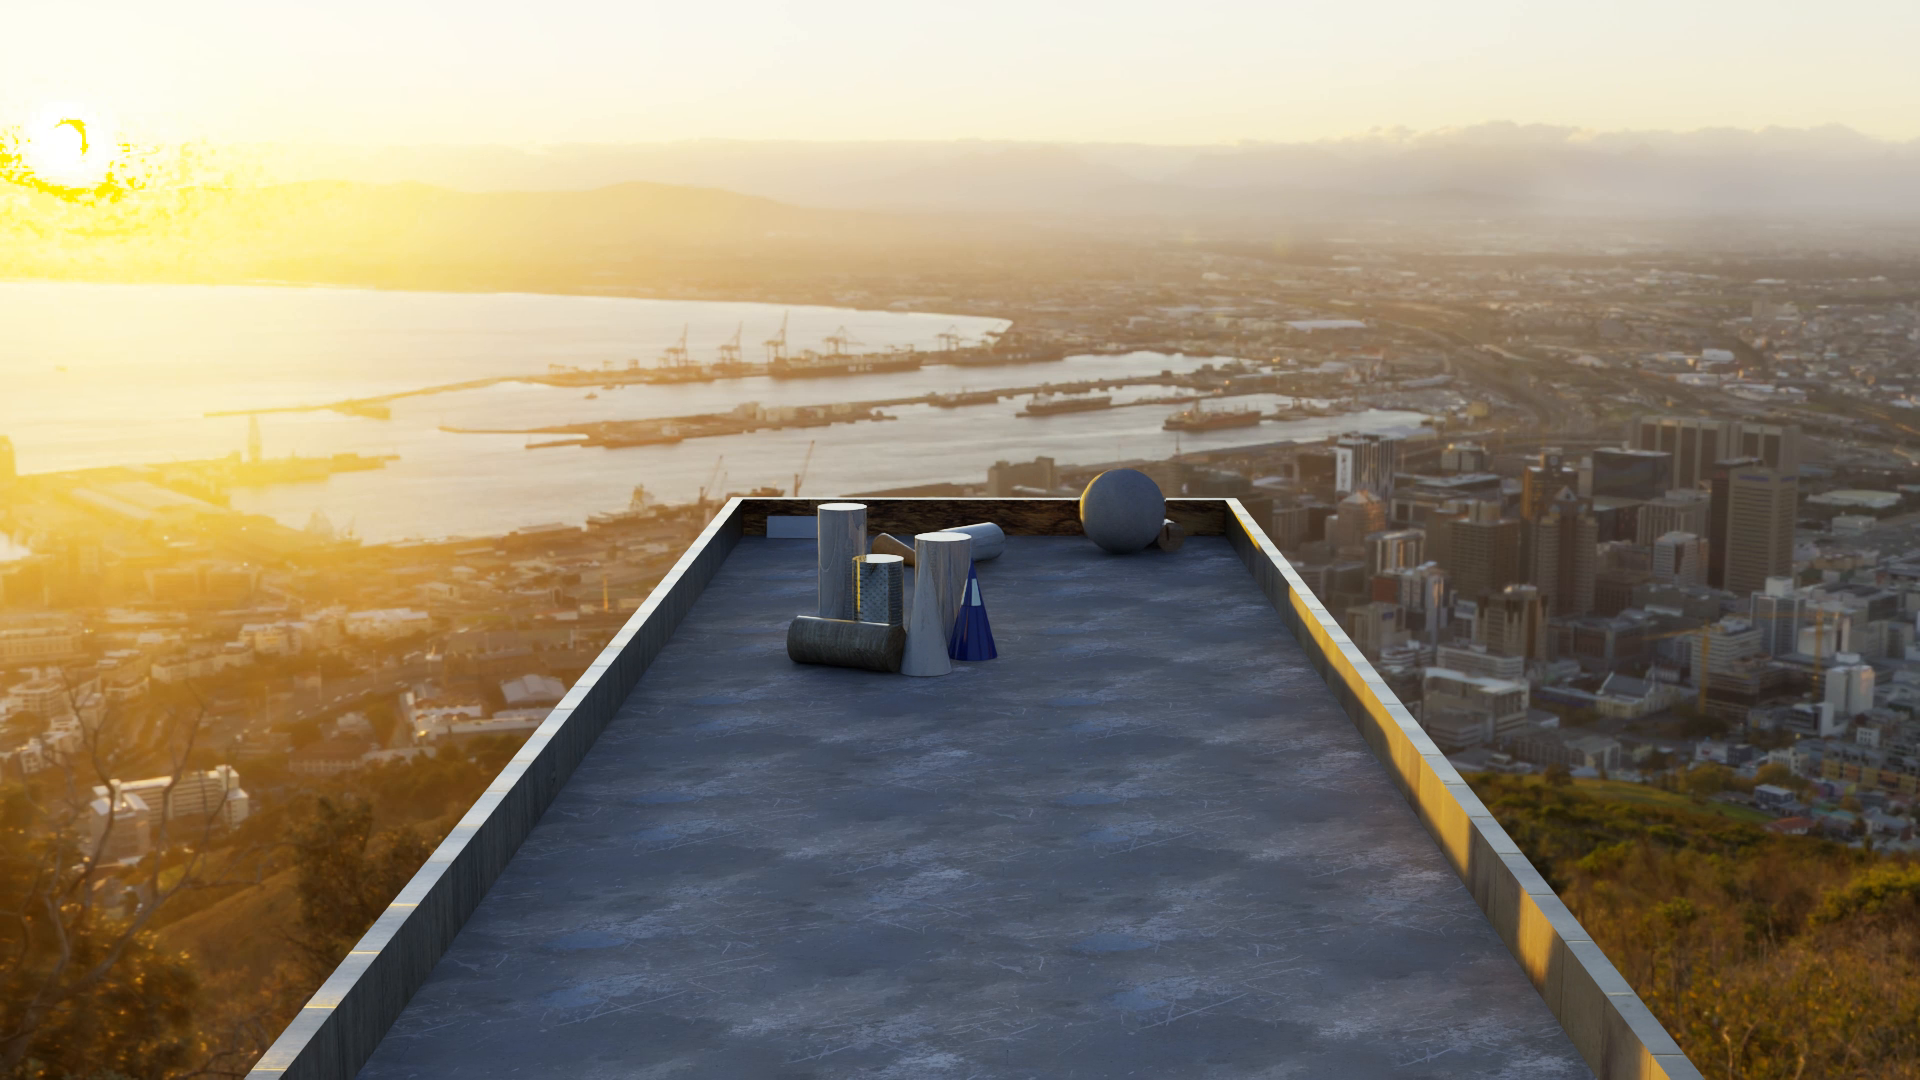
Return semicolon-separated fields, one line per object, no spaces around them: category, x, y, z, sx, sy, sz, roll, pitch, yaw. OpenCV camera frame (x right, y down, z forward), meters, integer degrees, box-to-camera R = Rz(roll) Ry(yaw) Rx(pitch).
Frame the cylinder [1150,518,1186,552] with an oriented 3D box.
cylinder;0.788;-0.043;8.905;0.118;0.118;0.410;-2;9;-13

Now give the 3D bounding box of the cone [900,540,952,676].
cone;-0.103;0.194;6.510;0.156;0.395;0.156;0;8;0

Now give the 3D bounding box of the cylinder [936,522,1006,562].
cylinder;0.020;0.020;8.367;0.144;0.144;0.372;5;7;30

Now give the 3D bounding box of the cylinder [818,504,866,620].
cylinder;-0.368;0.112;6.908;0.153;0.437;0.153;0;9;0

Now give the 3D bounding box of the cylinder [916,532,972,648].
cylinder;-0.053;0.156;6.948;0.176;0.337;0.176;0;9;0

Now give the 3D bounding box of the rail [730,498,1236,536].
rail;0.099;-0.098;9.147;2.100;0.150;0.050;0;9;1

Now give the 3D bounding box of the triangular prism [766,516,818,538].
triangular prism;-0.621;-0.058;9.086;0.346;0.085;0.098;0;9;1

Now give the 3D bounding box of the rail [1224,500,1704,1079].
rail;1.046;0.843;3.208;0.050;0.150;12.000;0;9;1

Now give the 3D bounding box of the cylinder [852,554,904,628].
cylinder;-0.249;0.209;6.704;0.155;0.309;0.155;0;9;0

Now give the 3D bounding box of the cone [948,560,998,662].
cone;0.037;0.204;6.739;0.158;0.308;0.158;0;9;0

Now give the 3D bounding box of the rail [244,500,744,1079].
rail;-1.004;0.839;3.234;0.050;0.150;12.000;0;9;1

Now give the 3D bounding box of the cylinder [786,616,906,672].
cylinder;-0.339;0.311;6.598;0.337;0.140;0.140;4;10;25

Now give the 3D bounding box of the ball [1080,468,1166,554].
ball;0.639;-0.116;8.661;0.337;0.337;0.337;0;9;0

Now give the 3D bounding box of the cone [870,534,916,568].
cone;-0.164;0.077;8.350;0.110;0.110;0.411;-8;20;-42
